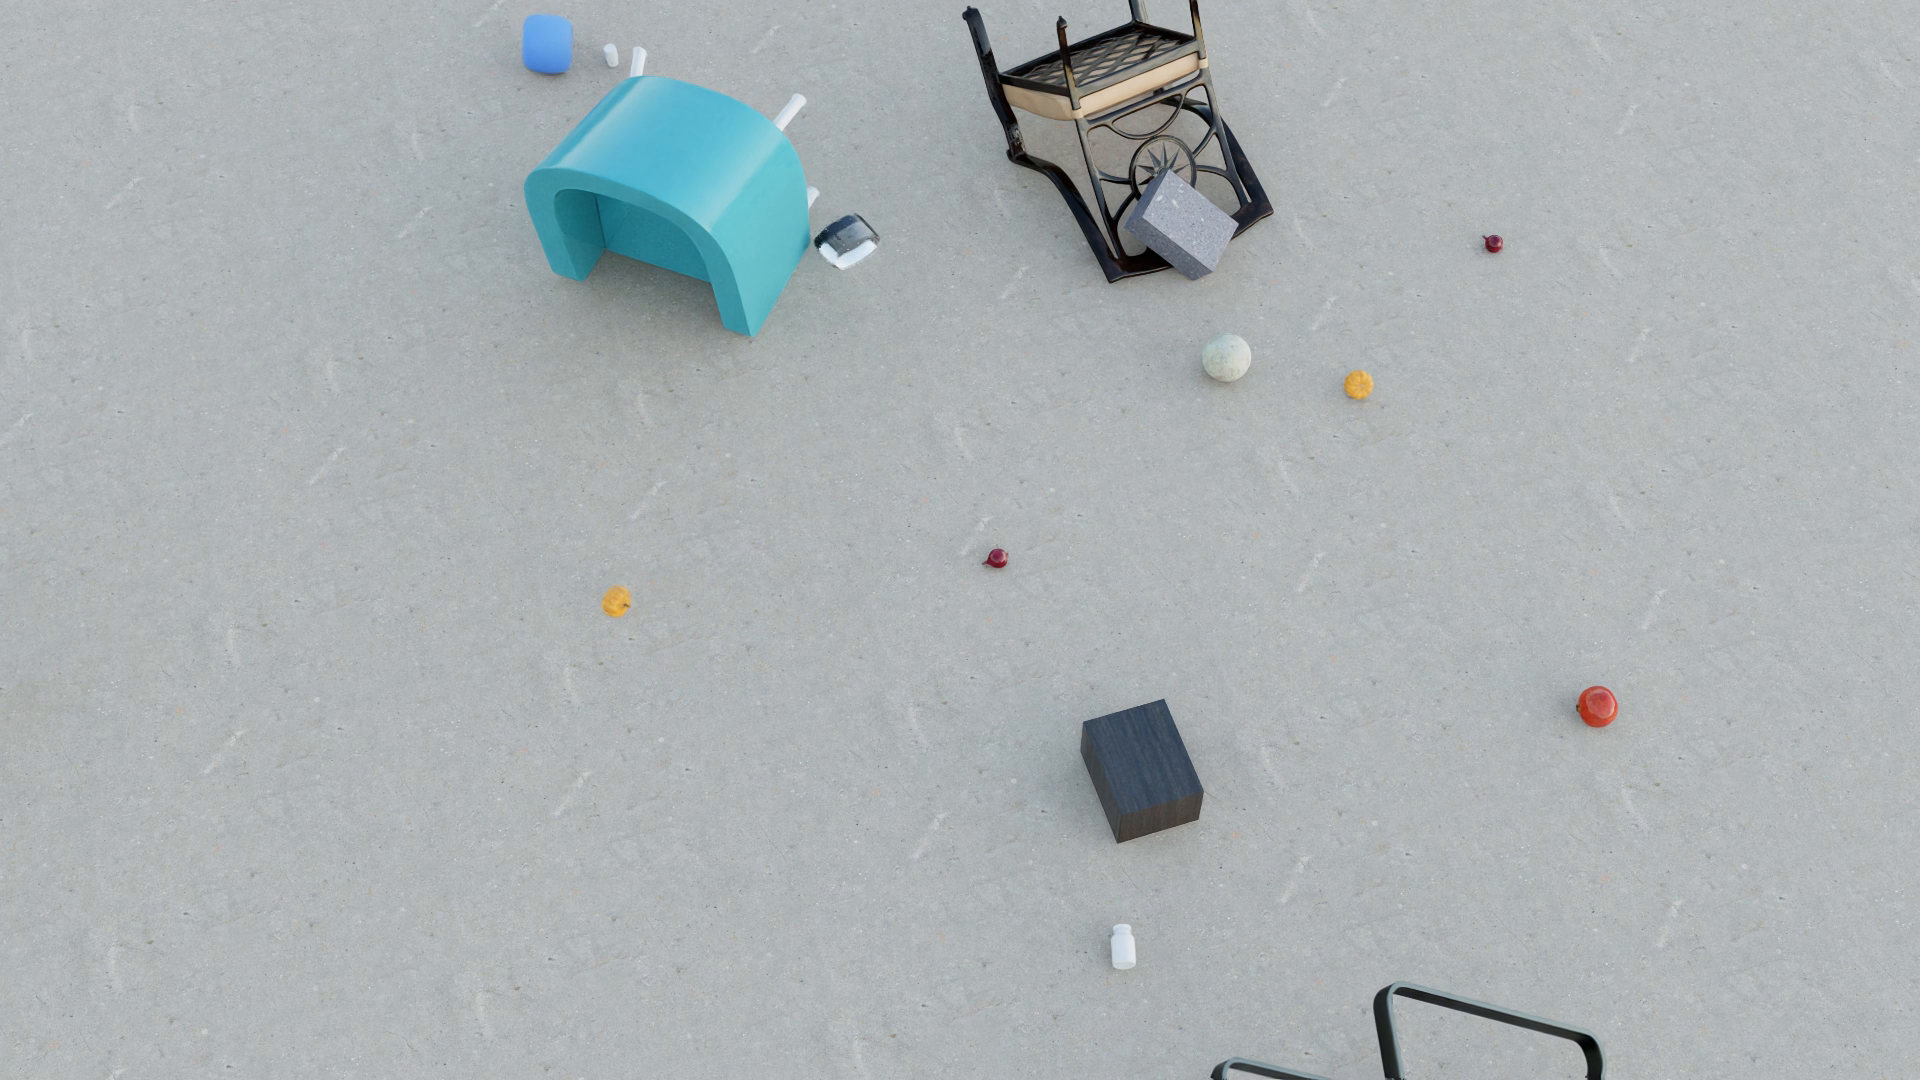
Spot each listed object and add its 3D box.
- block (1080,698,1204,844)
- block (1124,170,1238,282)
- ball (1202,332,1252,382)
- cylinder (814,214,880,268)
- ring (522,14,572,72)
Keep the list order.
[{"bbox_3d":[0.497,0.635,6.046,0.238,0.169,0.301,-15,57,-10],"label":"block"},{"bbox_3d":[0.712,-1.011,7.074,0.295,0.125,0.198,35,70,-16],"label":"block"},{"bbox_3d":[0.832,-0.570,6.864,0.153,0.153,0.153,0,56,0],"label":"ball"},{"bbox_3d":[-0.368,-0.974,7.165,0.187,0.103,0.108,-32,62,-17],"label":"cylinder"},{"bbox_3d":[-1.425,-1.718,7.605,0.161,0.221,0.198,3,80,-8],"label":"ring"}]
